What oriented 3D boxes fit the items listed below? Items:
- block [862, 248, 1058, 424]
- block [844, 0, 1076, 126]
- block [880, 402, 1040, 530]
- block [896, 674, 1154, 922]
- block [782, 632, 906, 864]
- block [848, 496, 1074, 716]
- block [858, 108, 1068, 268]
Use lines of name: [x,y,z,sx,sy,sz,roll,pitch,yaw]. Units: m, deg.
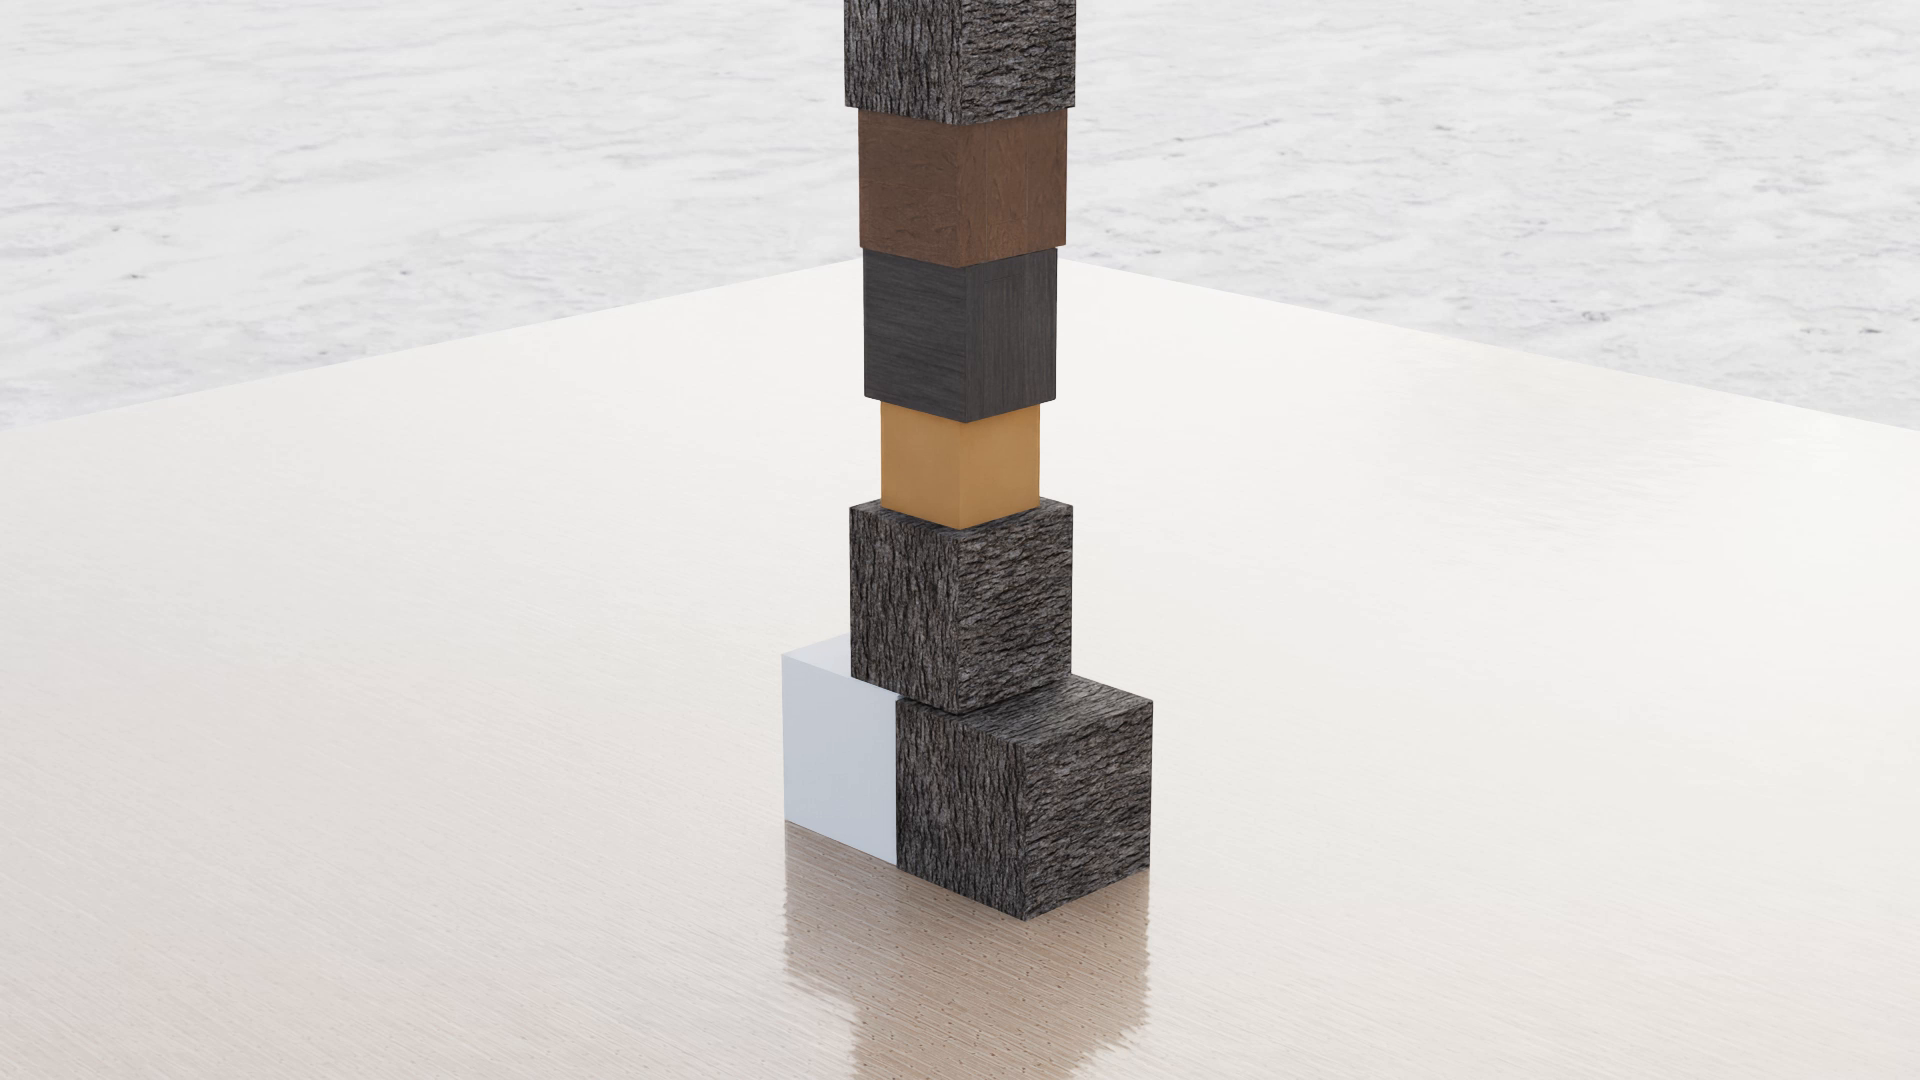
block: [0.000,-0.964,13.038,0.645,0.690,0.573,17,24,42]
block: [0.000,-2.220,12.642,0.724,0.705,0.695,17,24,42]
block: [0.002,-0.394,13.219,0.513,0.507,0.503,-17,24,-42]
block: [0.292,1.120,13.406,0.833,0.824,0.823,-17,24,-42]
block: [-0.283,0.938,13.957,0.793,0.841,0.791,-17,24,-42]
block: [0.006,0.237,13.422,0.740,0.818,0.704,-17,24,-42]
block: [0.014,-1.592,12.854,0.609,0.619,0.683,17,24,42]
